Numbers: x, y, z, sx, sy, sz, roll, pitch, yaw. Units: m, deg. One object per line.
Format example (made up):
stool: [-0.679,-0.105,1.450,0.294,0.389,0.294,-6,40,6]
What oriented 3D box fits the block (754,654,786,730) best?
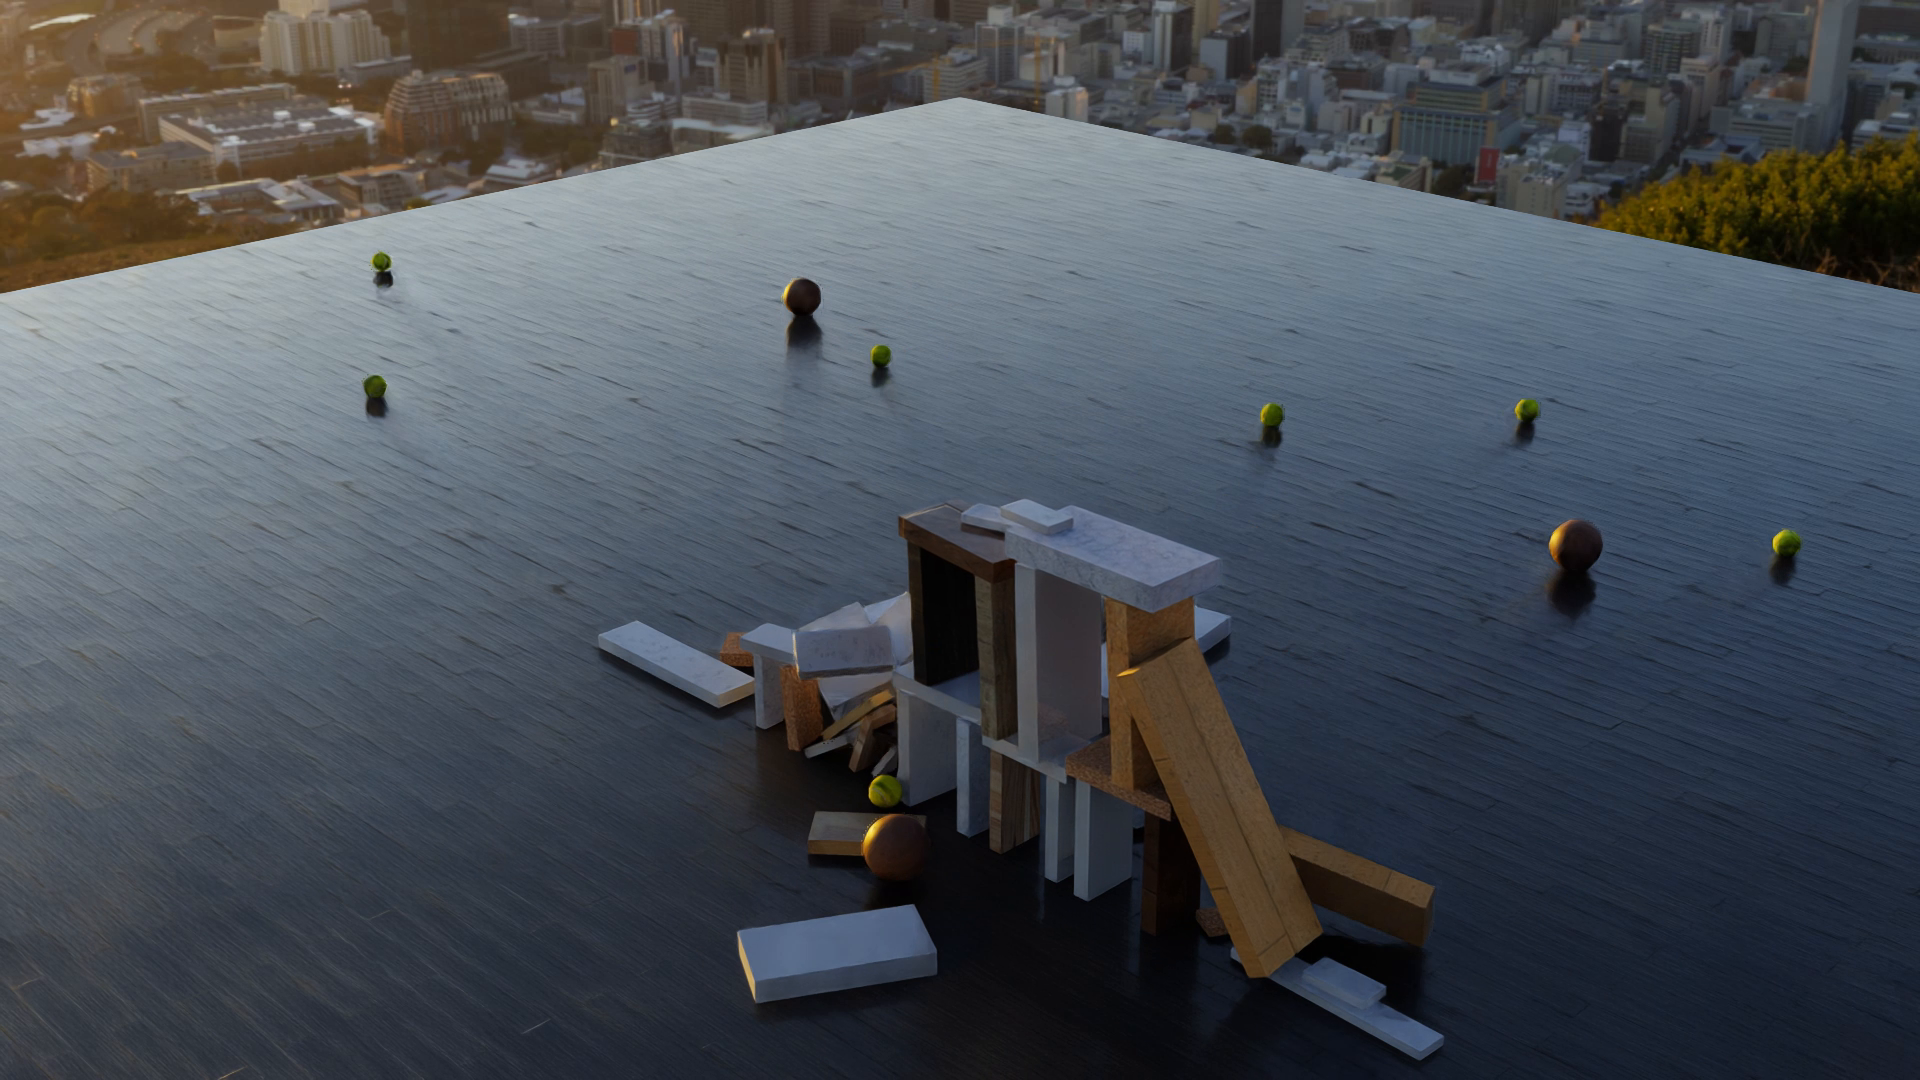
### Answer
block: [-0.404,0.309,4.792,0.027,0.188,0.094,19,29,38]

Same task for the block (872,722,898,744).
block: [-0.123,0.402,4.530,0.054,0.015,0.109,-21,23,-40]

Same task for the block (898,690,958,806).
block: [-0.065,0.407,4.479,0.126,0.252,0.036,-18,29,-36]

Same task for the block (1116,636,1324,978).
block: [0.464,0.473,3.903,0.165,0.589,0.047,-28,6,-37]

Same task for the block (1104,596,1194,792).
block: [0.347,0.254,3.963,0.179,0.358,0.051,-20,25,-40]

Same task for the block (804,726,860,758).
block: [-0.256,0.423,4.637,0.075,0.021,0.150,-23,-1,-42]

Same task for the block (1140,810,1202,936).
block: [0.391,0.591,4.045,0.126,0.252,0.036,-21,30,-40]

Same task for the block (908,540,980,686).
block: [-0.025,0.128,4.342,0.148,0.295,0.042,-17,24,-35]

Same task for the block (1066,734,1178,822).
block: [0.330,0.435,4.044,0.252,0.036,0.126,21,31,40]

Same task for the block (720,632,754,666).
block: [-0.436,0.257,5.115,0.226,0.032,0.113,2,23,4]

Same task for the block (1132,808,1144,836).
block: [0.387,0.558,4.422,0.129,0.018,0.064,-14,26,-29]

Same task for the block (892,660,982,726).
block: [-0.002,0.294,4.376,0.252,0.036,0.126,21,31,40]

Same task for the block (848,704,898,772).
block: [-0.182,0.414,4.595,0.075,0.150,0.021,-21,52,-41]

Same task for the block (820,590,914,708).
block: [-0.156,0.251,4.889,0.335,0.047,0.167,-44,39,-14]

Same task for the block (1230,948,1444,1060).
block: [0.655,0.798,3.855,0.066,0.019,0.419,-20,30,-39]

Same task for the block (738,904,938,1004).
block: [-0.221,0.741,3.953,0.330,0.047,0.165,-6,24,-14]

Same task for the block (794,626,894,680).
block: [-0.235,0.226,4.424,0.190,0.027,0.095,-4,55,-8]

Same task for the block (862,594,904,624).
block: [-0.193,0.200,5.159,0.273,0.039,0.136,-17,28,-35]

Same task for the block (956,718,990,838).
block: [0.053,0.454,4.369,0.126,0.252,0.036,-19,30,-38]

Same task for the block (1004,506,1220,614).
block: [0.271,0.031,3.963,0.179,0.051,0.358,-21,30,-40]

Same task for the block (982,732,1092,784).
block: [0.160,0.397,4.214,0.112,0.032,0.223,-21,31,-40]

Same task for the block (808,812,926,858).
block: [-0.182,0.582,4.348,0.223,0.032,0.112,2,23,4]

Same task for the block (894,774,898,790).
block: [-0.101,0.463,4.532,0.054,0.109,0.015,-21,48,-40]

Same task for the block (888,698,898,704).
block: [-0.111,0.261,4.993,0.136,0.039,0.273,15,44,28]

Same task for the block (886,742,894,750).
block: [-0.044,0.402,4.707,0.229,0.026,0.093,-24,8,-39]

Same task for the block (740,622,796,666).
block: [-0.369,0.227,4.709,0.188,0.027,0.094,14,27,32]

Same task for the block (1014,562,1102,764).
block: [0.186,0.207,4.118,0.051,0.391,0.179,18,29,42]

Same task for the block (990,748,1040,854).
block: [0.108,0.494,4.312,0.032,0.223,0.112,21,31,40]

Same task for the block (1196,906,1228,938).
block: [0.511,0.702,4.083,0.131,0.019,0.066,-7,24,-16]

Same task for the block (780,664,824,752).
block: [-0.338,0.346,4.703,0.027,0.188,0.094,8,24,31]

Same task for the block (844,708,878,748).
block: [-0.215,0.380,4.731,0.093,0.026,0.185,-35,38,-2]

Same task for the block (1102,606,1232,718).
block: [0.421,0.269,5.067,0.167,0.047,0.533,15,27,32]

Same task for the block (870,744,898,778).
block: [-0.140,0.453,4.570,0.054,0.109,0.015,-21,68,-41]

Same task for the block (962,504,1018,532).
block: [0.074,-0.040,4.226,0.129,0.018,0.064,14,27,29]

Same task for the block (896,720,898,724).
block: [-0.037,0.366,4.755,0.185,0.026,0.093,-17,6,21]

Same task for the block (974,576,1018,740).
block: [0.103,0.205,4.202,0.148,0.328,0.042,-20,26,-40]

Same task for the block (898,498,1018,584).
block: [0.029,0.000,4.210,0.148,0.042,0.295,-17,28,-34]

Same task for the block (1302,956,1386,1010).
block: [0.674,0.777,3.858,0.131,0.019,0.066,21,31,40]

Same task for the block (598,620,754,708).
block: [-0.652,0.283,5.054,0.441,0.032,0.113,21,31,41]

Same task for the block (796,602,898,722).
block: [-0.246,0.266,4.819,0.167,0.047,0.335,-25,33,-6]

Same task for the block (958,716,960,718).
block: [0.025,0.339,4.581,0.032,0.223,0.112,31,-19,-37]

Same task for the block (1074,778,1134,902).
block: [0.273,0.544,4.154,0.036,0.252,0.126,21,31,41]

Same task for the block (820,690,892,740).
block: [-0.216,0.365,4.582,0.150,0.021,0.075,-36,-6,30]

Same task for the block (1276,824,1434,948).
block: [0.698,0.626,4.013,0.330,0.165,0.047,20,61,22]

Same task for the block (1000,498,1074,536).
block: [0.141,-0.042,4.049,0.064,0.018,0.129,-19,29,-38]

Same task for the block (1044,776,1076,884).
block: [0.214,0.535,4.214,0.032,0.223,0.112,21,31,41]
